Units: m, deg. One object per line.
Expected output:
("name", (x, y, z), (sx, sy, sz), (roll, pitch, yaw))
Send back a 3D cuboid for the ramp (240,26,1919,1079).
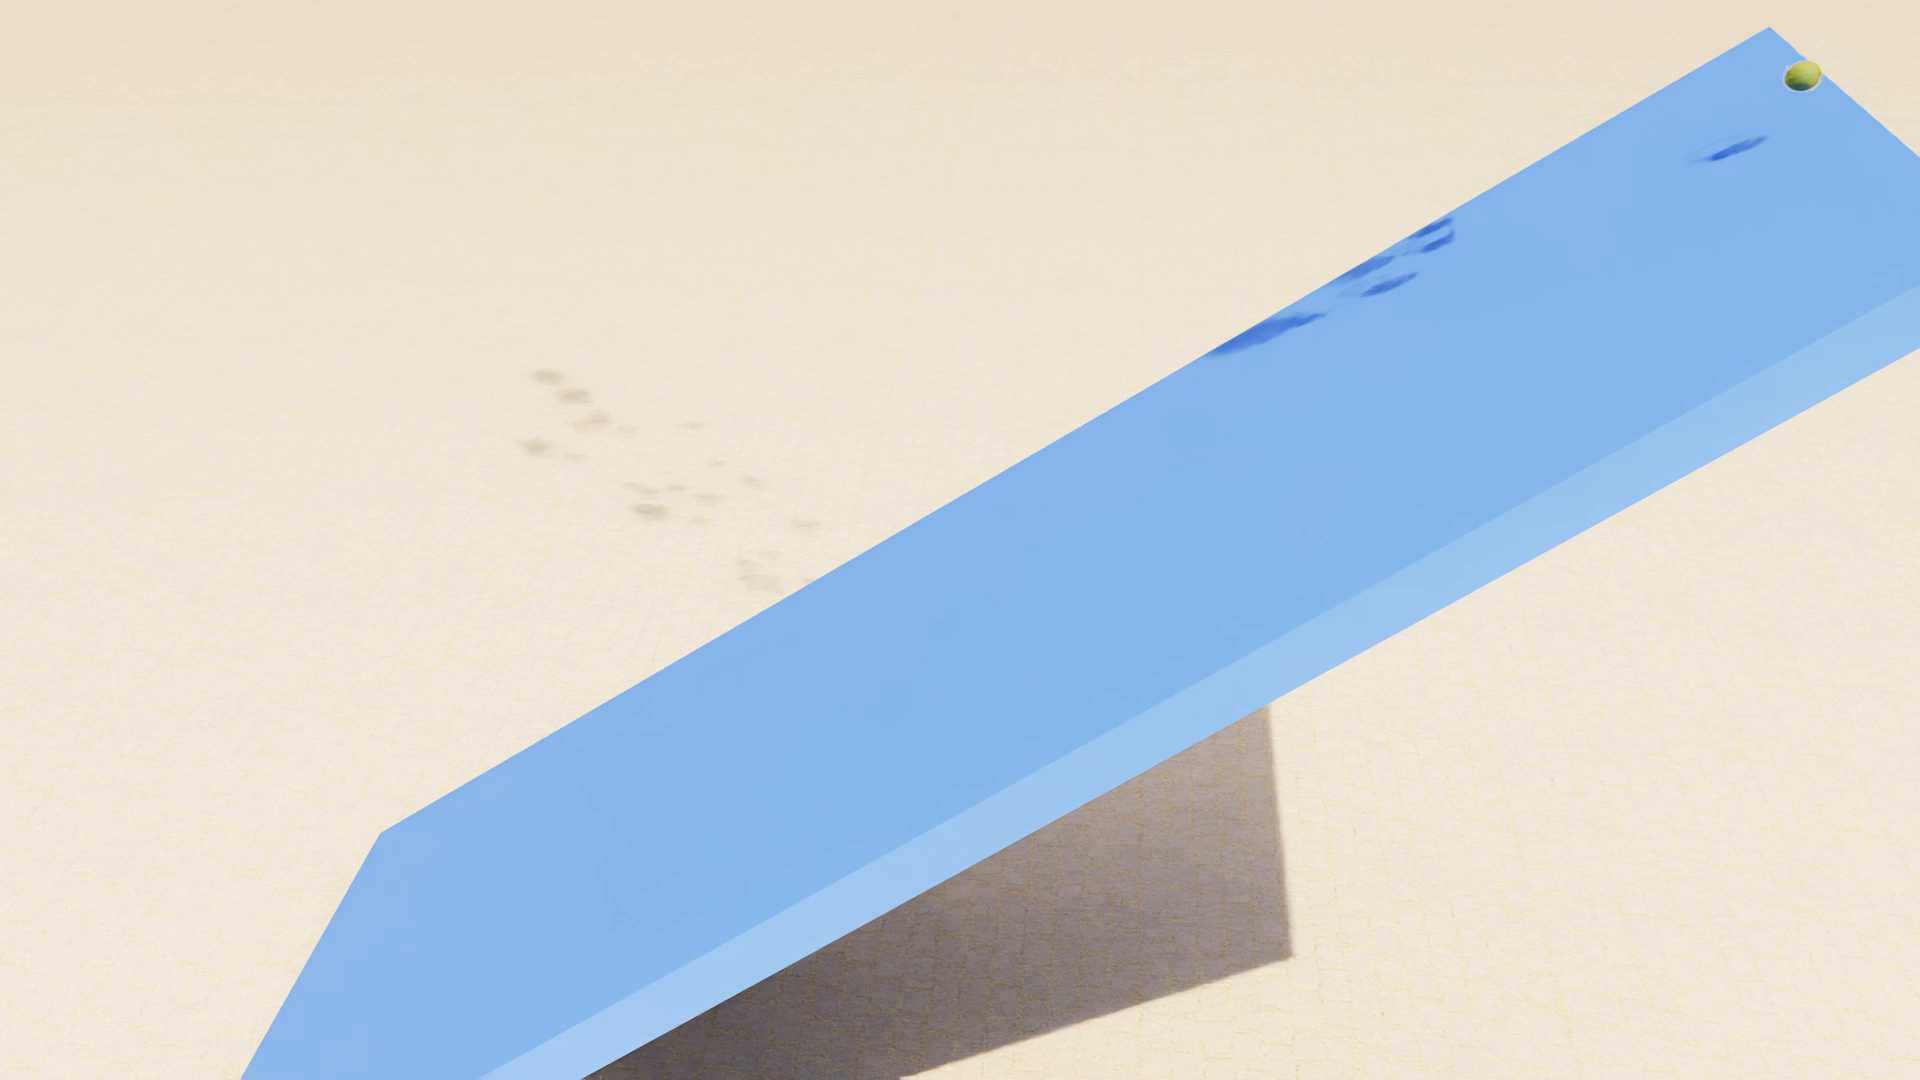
("ramp", (0.141, 0.169, 6.291), (4.000, 0.100, 2.000), (-30, 15, 13))
